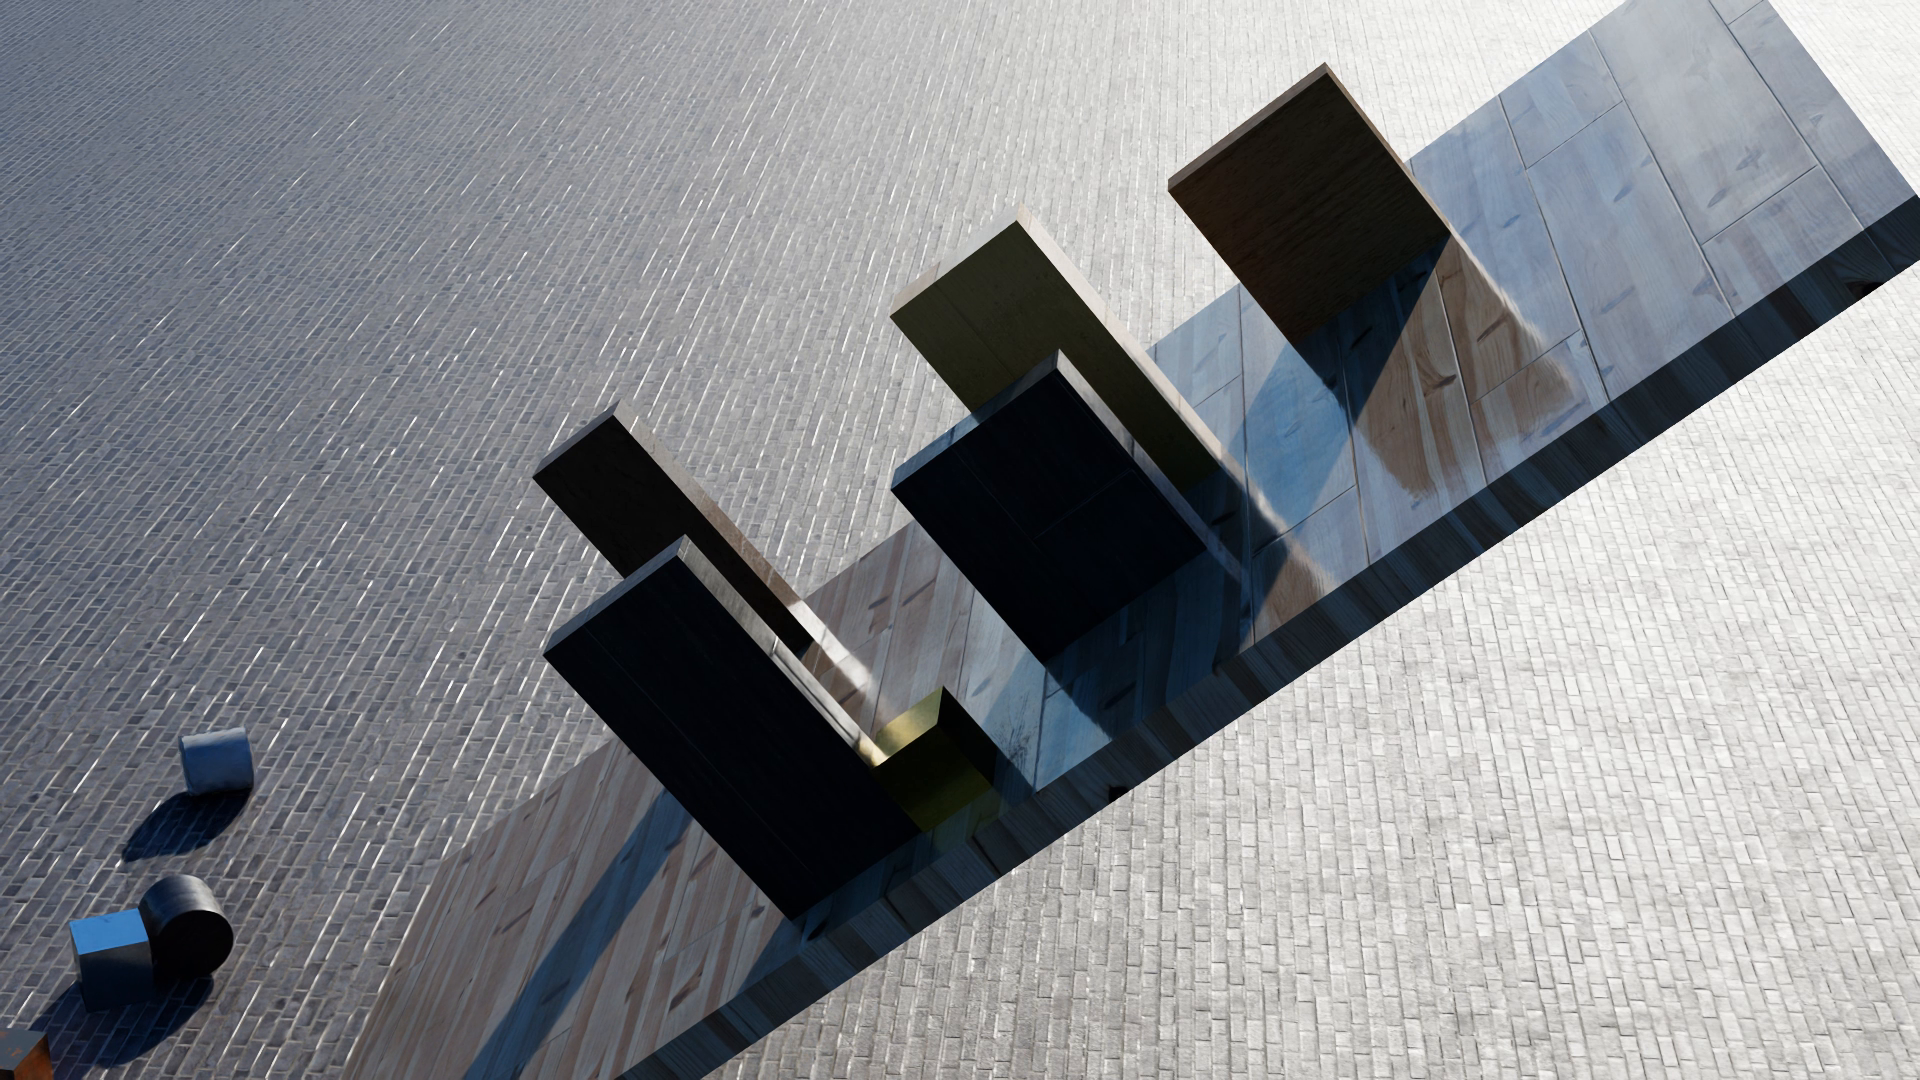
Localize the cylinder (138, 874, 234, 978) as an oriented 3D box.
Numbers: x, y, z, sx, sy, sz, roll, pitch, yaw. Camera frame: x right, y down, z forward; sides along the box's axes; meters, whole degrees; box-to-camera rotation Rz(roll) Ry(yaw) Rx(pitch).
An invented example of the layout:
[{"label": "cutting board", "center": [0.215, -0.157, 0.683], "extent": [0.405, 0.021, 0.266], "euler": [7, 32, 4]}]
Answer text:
[{"label": "cylinder", "center": [-1.979, 0.987, 7.513], "extent": [0.196, 0.196, 0.196], "euler": [-12, 26, -25]}]

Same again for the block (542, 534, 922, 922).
[{"label": "block", "center": [-0.421, 0.364, 5.599], "extent": [0.339, 0.720, 0.096], "euler": [-36, 16, 18]}]

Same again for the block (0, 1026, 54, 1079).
[{"label": "block", "center": [-2.253, 1.263, 6.924], "extent": [0.162, 0.162, 0.162], "euler": [5, 24, 11]}]

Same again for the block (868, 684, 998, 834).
[{"label": "block", "center": [-0.050, 0.418, 5.612], "extent": [0.167, 0.167, 0.167], "euler": [-36, 16, 17]}]

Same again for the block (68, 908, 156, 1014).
[{"label": "block", "center": [-2.128, 1.056, 7.387], "extent": [0.171, 0.171, 0.171], "euler": [-10, 26, -21]}]

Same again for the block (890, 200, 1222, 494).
[{"label": "block", "center": [0.202, -0.330, 6.101], "extent": [0.334, 0.675, 0.135], "euler": [-36, 16, 18]}]

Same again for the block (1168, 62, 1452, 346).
[{"label": "block", "center": [0.747, -0.715, 6.295], "extent": [0.418, 0.444, 0.091], "euler": [-36, 16, 18]}]

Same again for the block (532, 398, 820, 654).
[{"label": "block", "center": [-0.681, 0.024, 7.104], "extent": [0.263, 0.735, 0.109], "euler": [-36, 16, 18]}]

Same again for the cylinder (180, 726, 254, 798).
[{"label": "cylinder", "center": [-2.109, 0.631, 8.349], "extent": [0.175, 0.175, 0.175], "euler": [-9, 25, -20]}]

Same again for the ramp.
[{"label": "ramp", "center": [0.121, 0.185, 6.339], "extent": [4.000, 0.100, 2.000], "euler": [-36, 16, 18]}]

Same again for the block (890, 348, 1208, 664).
[{"label": "block", "center": [0.178, -0.062, 5.803], "extent": [0.417, 0.475, 0.108], "euler": [-36, 16, 18]}]
